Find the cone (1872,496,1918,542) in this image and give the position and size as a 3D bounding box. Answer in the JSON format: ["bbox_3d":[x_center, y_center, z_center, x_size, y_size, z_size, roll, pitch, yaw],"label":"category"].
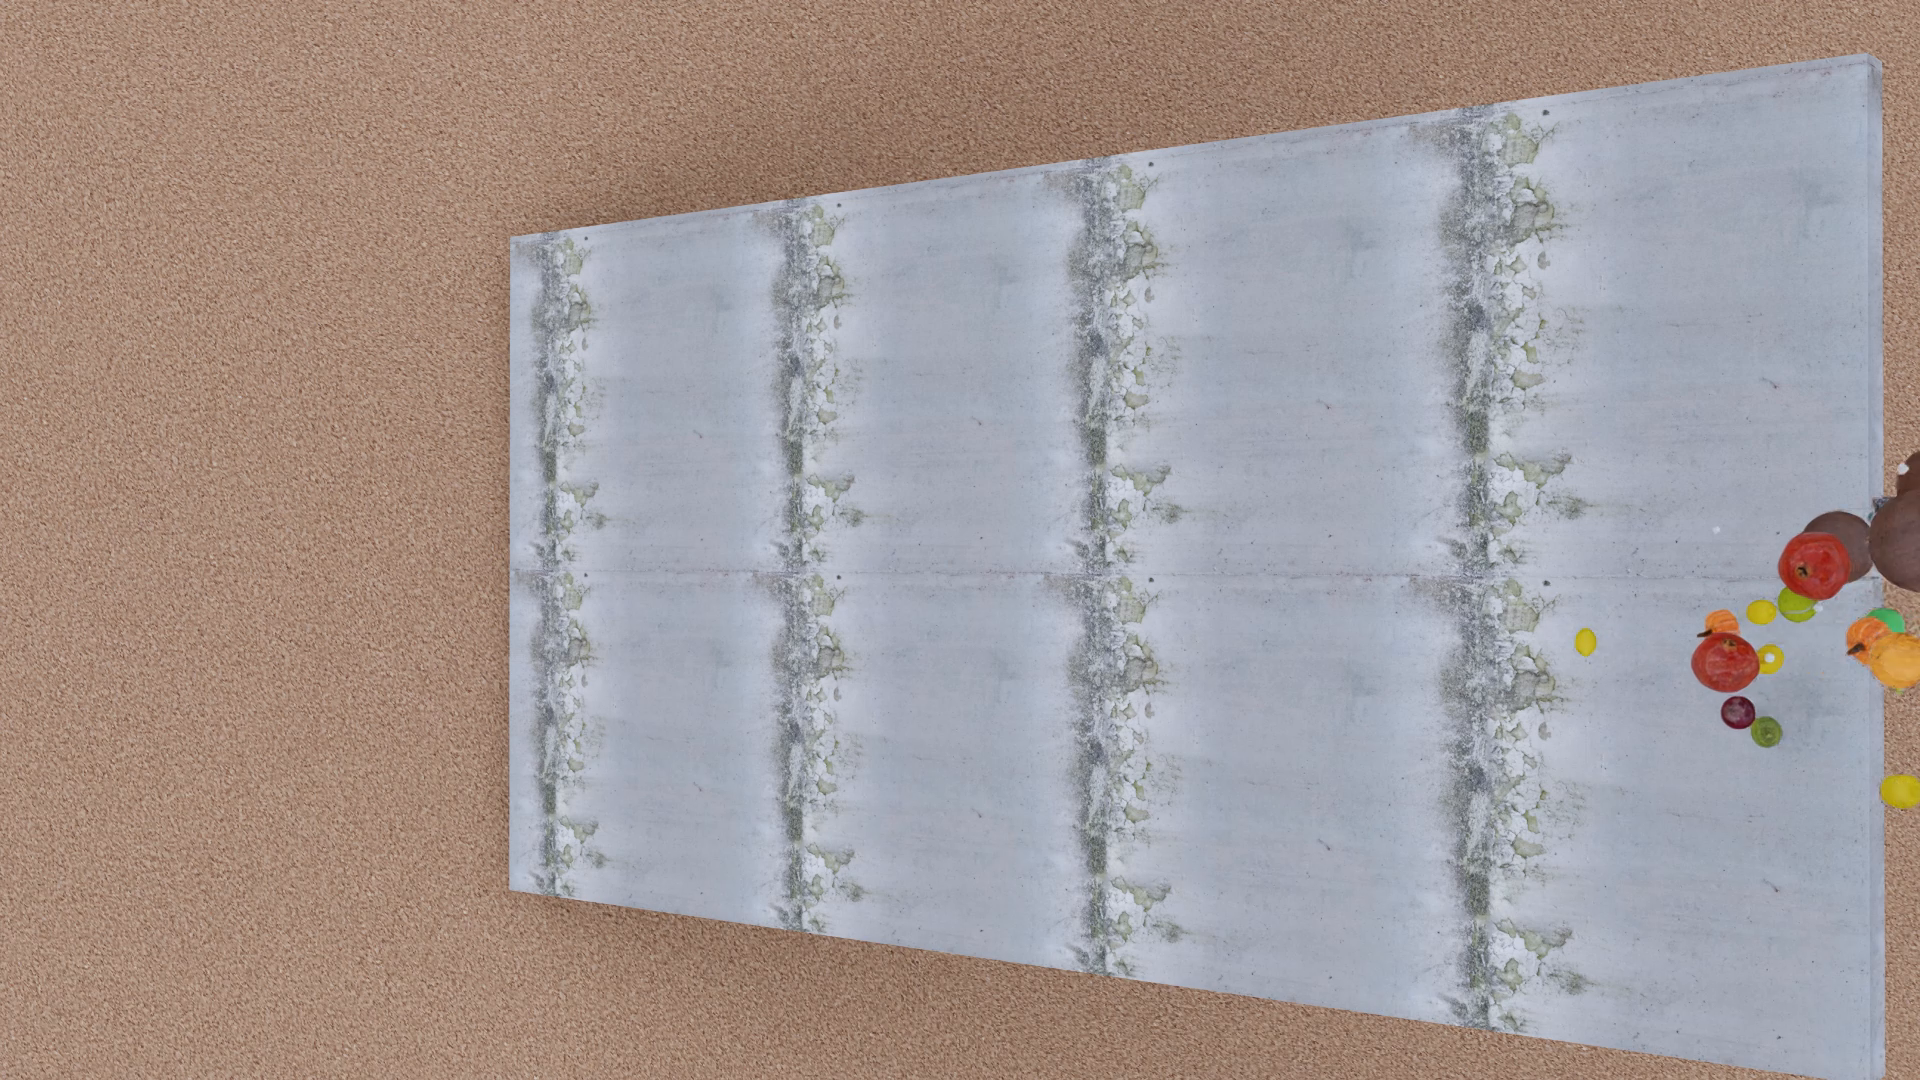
[{"bbox_3d":[1.620,-0.055,3.845,0.088,0.088,0.088,26,90,-29],"label":"cone"}]

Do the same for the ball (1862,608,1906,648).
[{"bbox_3d":[1.491,0.141,3.548,0.063,0.063,0.063,0,90,0],"label":"ball"}]

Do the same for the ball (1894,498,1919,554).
[{"bbox_3d":[1.500,-0.022,3.419,0.087,0.087,0.087,0,90,0],"label":"ball"}]

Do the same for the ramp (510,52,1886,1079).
[{"bbox_3d":[0.221,0.063,5.538,4.000,0.100,2.000,0,90,38],"label":"ramp"}]
